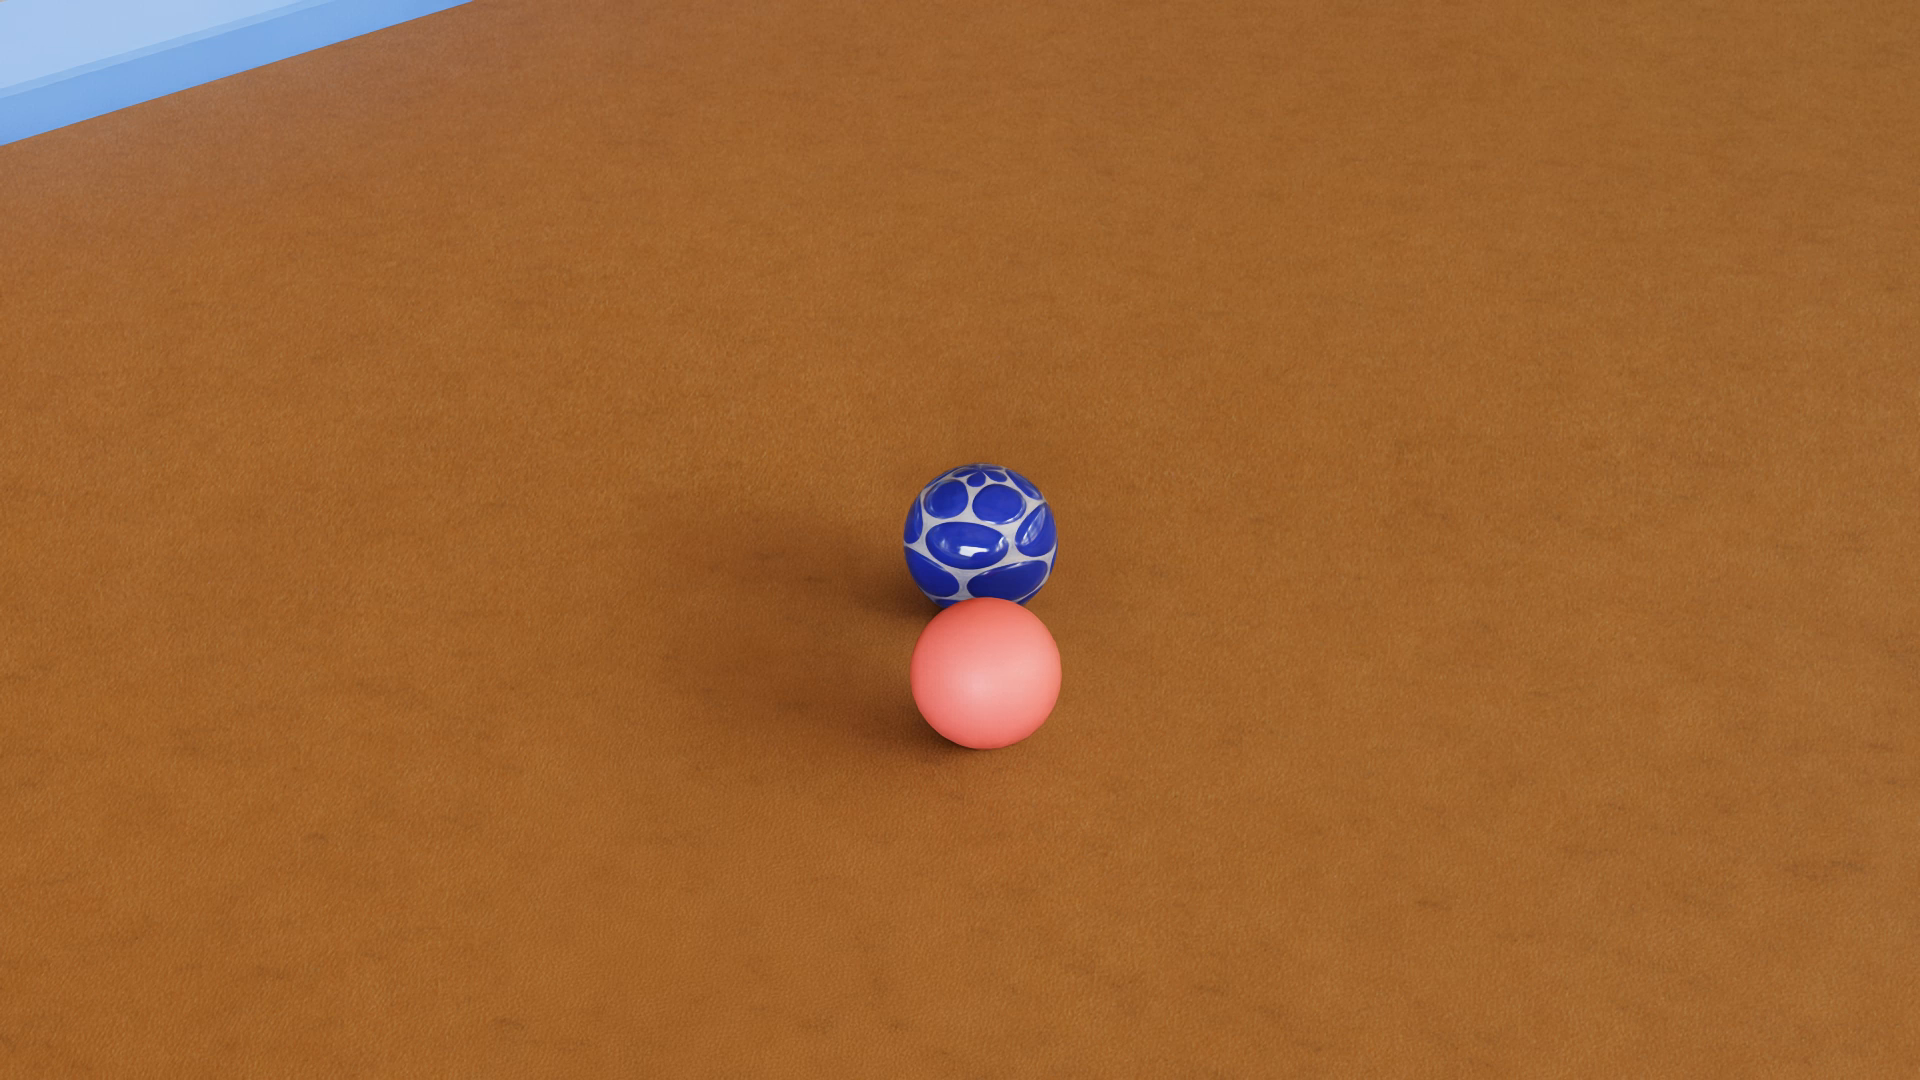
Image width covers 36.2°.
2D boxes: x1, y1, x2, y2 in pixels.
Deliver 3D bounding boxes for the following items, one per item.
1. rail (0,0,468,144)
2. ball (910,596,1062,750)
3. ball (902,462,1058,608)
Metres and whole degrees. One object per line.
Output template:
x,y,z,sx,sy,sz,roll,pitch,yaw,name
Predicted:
-0.263,-0.692,3.077,0.045,0.118,4.197,19,32,33,rail
0.014,0.072,1.582,0.082,0.082,0.082,0,26,0,ball
0.012,0.000,1.716,0.091,0.091,0.091,0,26,0,ball
